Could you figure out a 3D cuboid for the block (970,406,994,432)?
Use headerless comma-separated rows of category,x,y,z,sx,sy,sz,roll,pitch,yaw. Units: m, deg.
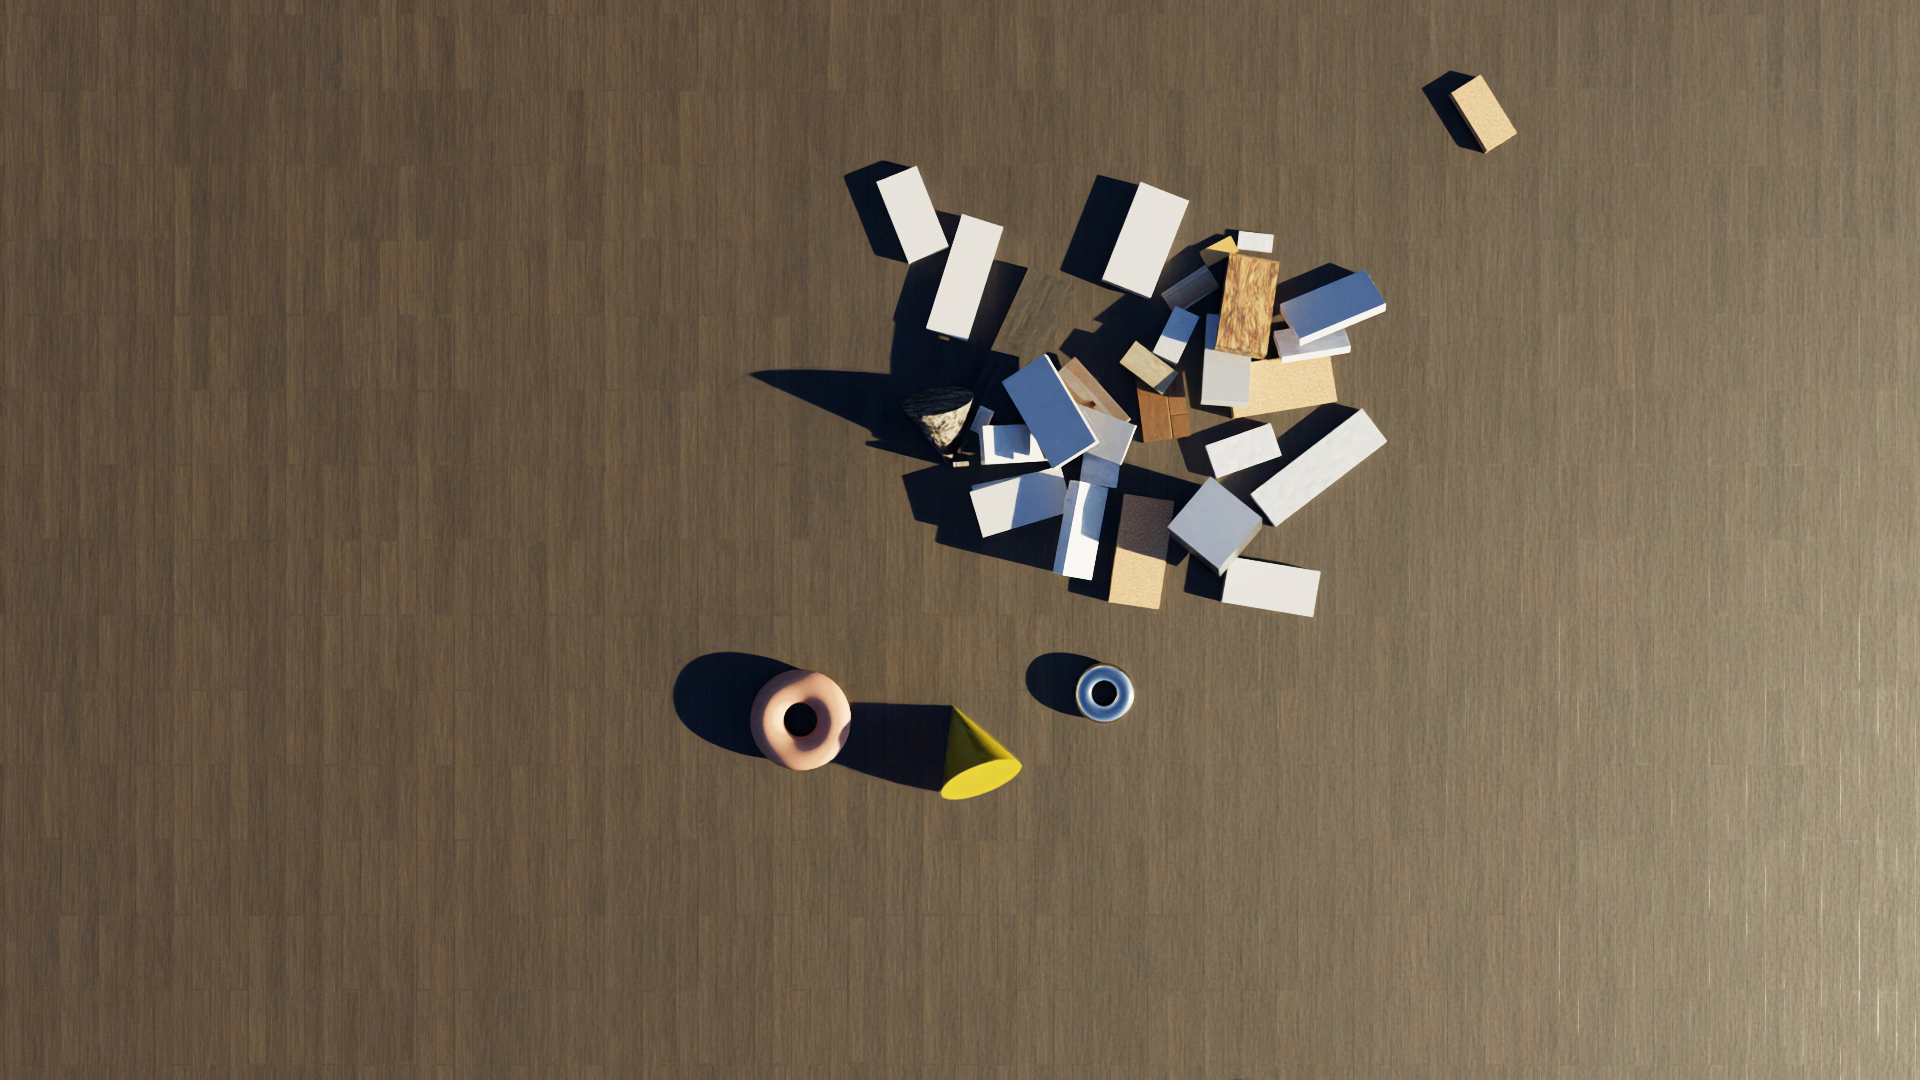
block,0.073,-0.395,5.459,0.051,0.014,0.102,25,134,0

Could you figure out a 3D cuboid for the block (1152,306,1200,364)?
block,0.713,-0.675,5.447,0.088,0.025,0.176,26,83,5

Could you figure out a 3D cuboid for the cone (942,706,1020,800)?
cone,0.021,0.666,5.438,0.279,0.279,0.279,-22,63,0

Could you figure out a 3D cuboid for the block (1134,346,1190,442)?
block,0.666,-0.488,5.478,0.155,0.044,0.310,-7,90,0

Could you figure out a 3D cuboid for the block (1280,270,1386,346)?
block,1.230,-0.768,5.445,0.304,0.043,0.152,-22,62,0

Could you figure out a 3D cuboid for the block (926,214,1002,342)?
block,0.015,-0.869,5.480,0.142,0.040,0.395,18,90,0

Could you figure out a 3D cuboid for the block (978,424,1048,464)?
block,0.186,-0.317,5.435,0.248,0.035,0.124,-4,90,-23

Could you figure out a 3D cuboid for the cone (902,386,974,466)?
cone,-0.054,-0.351,5.447,0.237,0.237,0.237,-10,117,0

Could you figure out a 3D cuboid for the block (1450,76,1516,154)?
block,1.738,-1.416,5.484,0.114,0.032,0.228,-32,90,0

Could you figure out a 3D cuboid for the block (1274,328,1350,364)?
block,1.163,-0.656,5.455,0.228,0.032,0.114,-9,56,0

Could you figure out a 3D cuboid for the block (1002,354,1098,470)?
block,0.293,-0.415,5.347,0.167,0.047,0.334,-32,80,14

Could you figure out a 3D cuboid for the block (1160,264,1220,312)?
block,0.765,-0.830,5.488,0.176,0.025,0.088,-33,90,0

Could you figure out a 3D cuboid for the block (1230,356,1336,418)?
block,1.063,-0.517,5.476,0.344,0.049,0.172,-9,90,0

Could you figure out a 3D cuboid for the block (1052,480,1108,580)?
block,0.397,-0.032,5.428,0.044,0.155,0.310,11,90,42

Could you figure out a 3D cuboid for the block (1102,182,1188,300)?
block,0.613,-0.992,5.476,0.172,0.049,0.344,22,90,0

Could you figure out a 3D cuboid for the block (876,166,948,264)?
block,-0.157,-1.080,5.480,0.142,0.040,0.284,-22,90,0

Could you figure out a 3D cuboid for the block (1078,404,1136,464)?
block,0.425,-0.358,5.404,0.274,0.039,0.137,22,95,12

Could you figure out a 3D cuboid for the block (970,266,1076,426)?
block,0.200,-0.639,5.476,0.172,0.049,0.511,25,90,0

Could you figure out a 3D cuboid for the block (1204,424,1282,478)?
block,0.940,-0.296,5.484,0.228,0.032,0.114,-19,90,0

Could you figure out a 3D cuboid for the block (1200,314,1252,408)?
block,0.880,-0.592,5.433,0.152,0.043,0.304,5,74,4

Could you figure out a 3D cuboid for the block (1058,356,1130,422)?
block,0.421,-0.457,5.447,0.137,0.039,0.274,-42,82,7

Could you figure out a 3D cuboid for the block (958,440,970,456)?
block,0.010,-0.306,5.449,0.014,0.102,0.051,33,90,0

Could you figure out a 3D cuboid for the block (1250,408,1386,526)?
block,1.188,-0.240,5.481,0.465,0.039,0.137,-37,90,0

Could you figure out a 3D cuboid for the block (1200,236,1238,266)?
block,0.862,-0.960,5.492,0.115,0.016,0.058,-27,90,0

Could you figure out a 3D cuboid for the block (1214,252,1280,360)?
block,0.944,-0.771,5.432,0.167,0.047,0.334,11,74,0

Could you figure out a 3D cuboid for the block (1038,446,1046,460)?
block,0.288,-0.420,5.395,0.142,0.040,0.284,-25,82,15

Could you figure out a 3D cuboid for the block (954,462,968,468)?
block,0.003,-0.249,5.449,0.051,0.102,0.014,-3,90,0

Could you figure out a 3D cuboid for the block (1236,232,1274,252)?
block,0.982,-0.992,5.492,0.115,0.016,0.058,7,90,0

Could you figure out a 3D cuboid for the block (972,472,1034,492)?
block,0.172,-0.145,5.482,0.248,0.035,0.124,-12,90,0

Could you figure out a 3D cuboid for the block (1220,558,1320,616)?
block,1.030,0.155,5.478,0.304,0.043,0.152,9,90,0

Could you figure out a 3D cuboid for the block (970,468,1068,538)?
block,0.203,-0.127,5.443,0.310,0.044,0.155,-16,90,0

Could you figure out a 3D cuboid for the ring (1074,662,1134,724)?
ring,0.478,0.508,5.467,0.203,0.068,0.203,0,90,1

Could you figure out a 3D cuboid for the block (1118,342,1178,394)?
block,0.623,-0.567,5.444,0.176,0.025,0.088,37,90,0

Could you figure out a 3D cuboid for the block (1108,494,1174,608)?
block,0.601,0.038,5.476,0.167,0.047,0.362,8,90,0

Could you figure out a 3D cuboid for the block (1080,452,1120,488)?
block,0.474,-0.303,5.482,0.124,0.035,0.248,7,90,0

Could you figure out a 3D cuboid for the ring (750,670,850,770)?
ring,-0.527,0.593,5.445,0.334,0.111,0.334,0,89,1

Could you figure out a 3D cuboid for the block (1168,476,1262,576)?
block,0.831,-0.041,5.373,0.213,0.213,0.213,40,90,13
